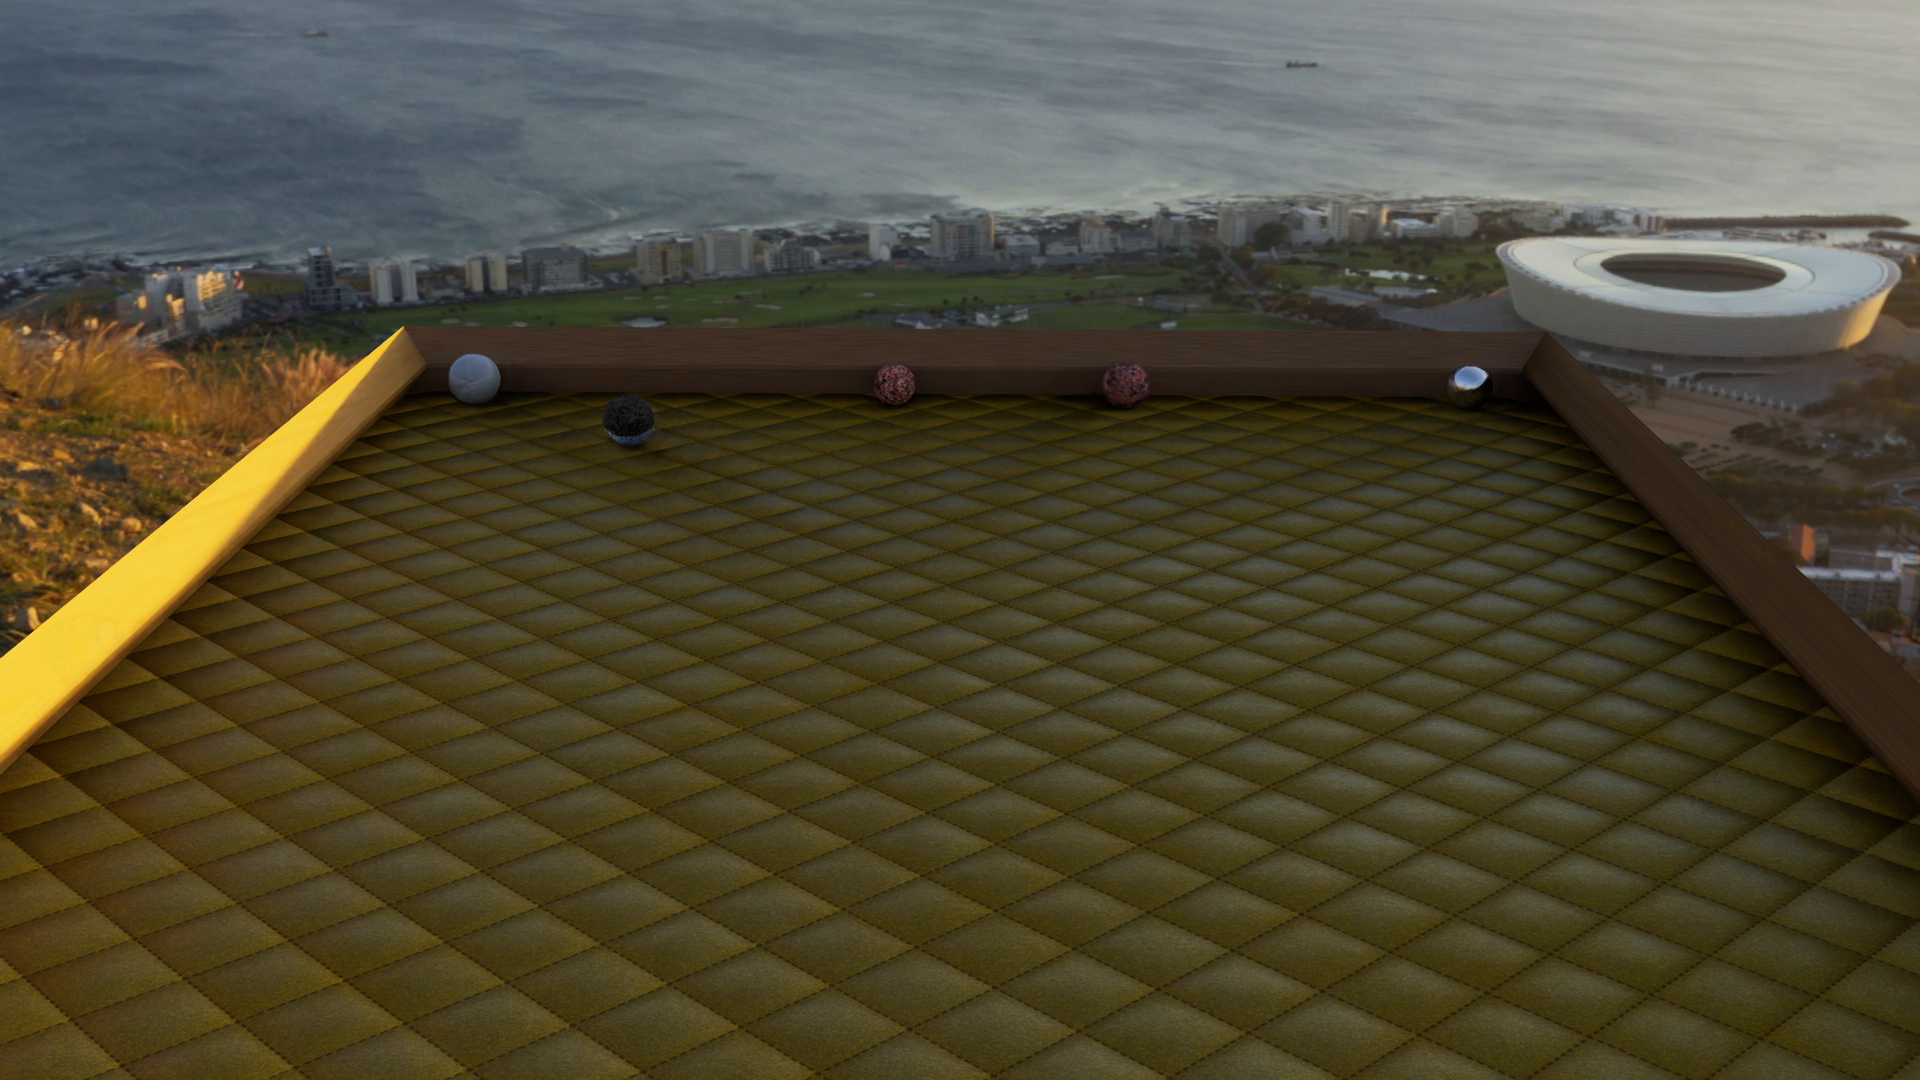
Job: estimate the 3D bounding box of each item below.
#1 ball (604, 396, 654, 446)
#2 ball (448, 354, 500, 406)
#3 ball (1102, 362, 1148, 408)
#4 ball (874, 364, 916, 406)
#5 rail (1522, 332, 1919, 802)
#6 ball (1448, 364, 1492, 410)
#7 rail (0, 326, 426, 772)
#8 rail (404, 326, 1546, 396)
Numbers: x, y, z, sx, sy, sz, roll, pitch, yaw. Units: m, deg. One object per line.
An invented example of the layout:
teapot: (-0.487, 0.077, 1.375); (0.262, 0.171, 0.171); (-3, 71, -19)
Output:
ball: (-0.474, -0.170, 3.146); (0.072, 0.072, 0.072); (0, 18, 0)
ball: (-0.744, -0.246, 3.369); (0.079, 0.079, 0.079); (0, 18, 0)
ball: (0.252, -0.236, 3.350); (0.071, 0.071, 0.071); (0, 18, 0)
ball: (-0.100, -0.238, 3.368); (0.064, 0.064, 0.064); (0, 18, 0)
rail: (0.847, 0.254, 1.788); (0.045, 0.102, 3.414); (0, 18, 1)
ball: (0.776, -0.233, 3.347); (0.067, 0.067, 0.067); (0, 18, 0)
rail: (-0.884, 0.243, 1.824); (0.045, 0.102, 3.414); (0, 18, 1)
rail: (0.018, -0.271, 3.407); (1.778, 0.102, 0.045); (0, 18, 1)
